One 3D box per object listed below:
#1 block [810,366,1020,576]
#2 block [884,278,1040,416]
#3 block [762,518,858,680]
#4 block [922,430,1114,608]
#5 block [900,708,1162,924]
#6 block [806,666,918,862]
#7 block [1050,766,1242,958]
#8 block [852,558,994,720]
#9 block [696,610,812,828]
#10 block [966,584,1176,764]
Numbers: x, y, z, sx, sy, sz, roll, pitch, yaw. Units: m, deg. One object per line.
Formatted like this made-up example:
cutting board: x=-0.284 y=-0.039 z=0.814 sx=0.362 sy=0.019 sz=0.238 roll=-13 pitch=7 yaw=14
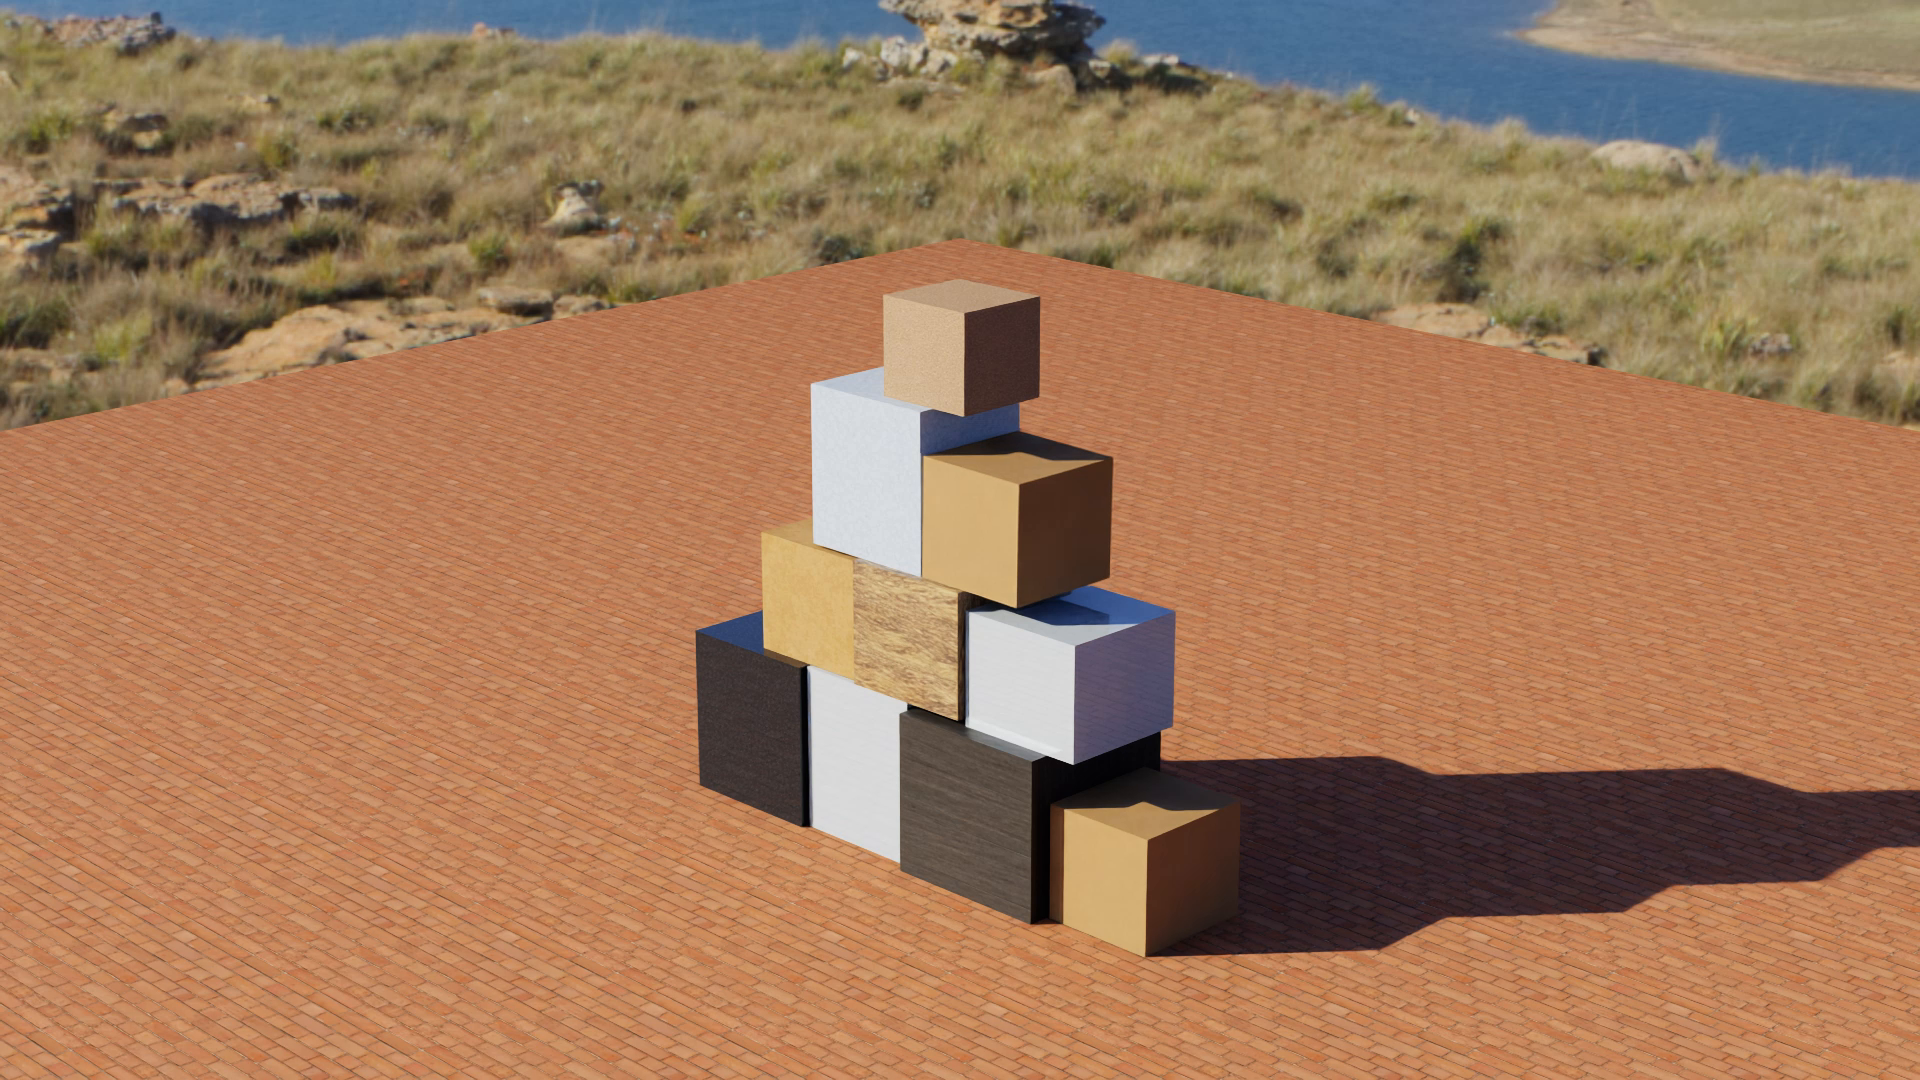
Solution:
block: x=-0.205 y=-0.341 z=13.461 sx=0.631 sy=0.763 sz=0.713 roll=-17 pitch=24 yaw=-42
block: x=0.008 y=-0.864 z=13.078 sx=0.478 sy=0.464 sz=0.508 roll=-17 pitch=24 yaw=-42
block: x=-0.472 y=0.238 z=13.924 sx=0.659 sy=0.580 sz=0.658 roll=-17 pitch=24 yaw=-42
block: x=0.255 y=-0.101 z=13.034 sx=0.602 sy=0.562 sz=0.585 roll=-17 pitch=25 yaw=-42
block: x=0.319 y=1.151 z=13.391 sx=0.851 sy=0.774 sz=0.830 roll=-17 pitch=24 yaw=-42
block: x=-0.233 y=0.978 z=13.888 sx=0.695 sy=0.807 sz=0.676 roll=-17 pitch=24 yaw=-42
block: x=0.816 y=1.411 z=12.944 sx=0.620 sy=0.547 sz=0.566 roll=-17 pitch=24 yaw=-42
block: x=0.011 y=0.371 z=13.470 sx=0.737 sy=0.600 sz=0.675 roll=-17 pitch=24 yaw=-42
block: x=-0.756 y=0.826 z=14.367 sx=0.748 sy=0.808 sz=0.753 roll=-17 pitch=24 yaw=-42
block: x=0.489 y=0.573 z=13.031 sx=0.655 sy=0.544 sz=0.658 roll=-17 pitch=24 yaw=-42
